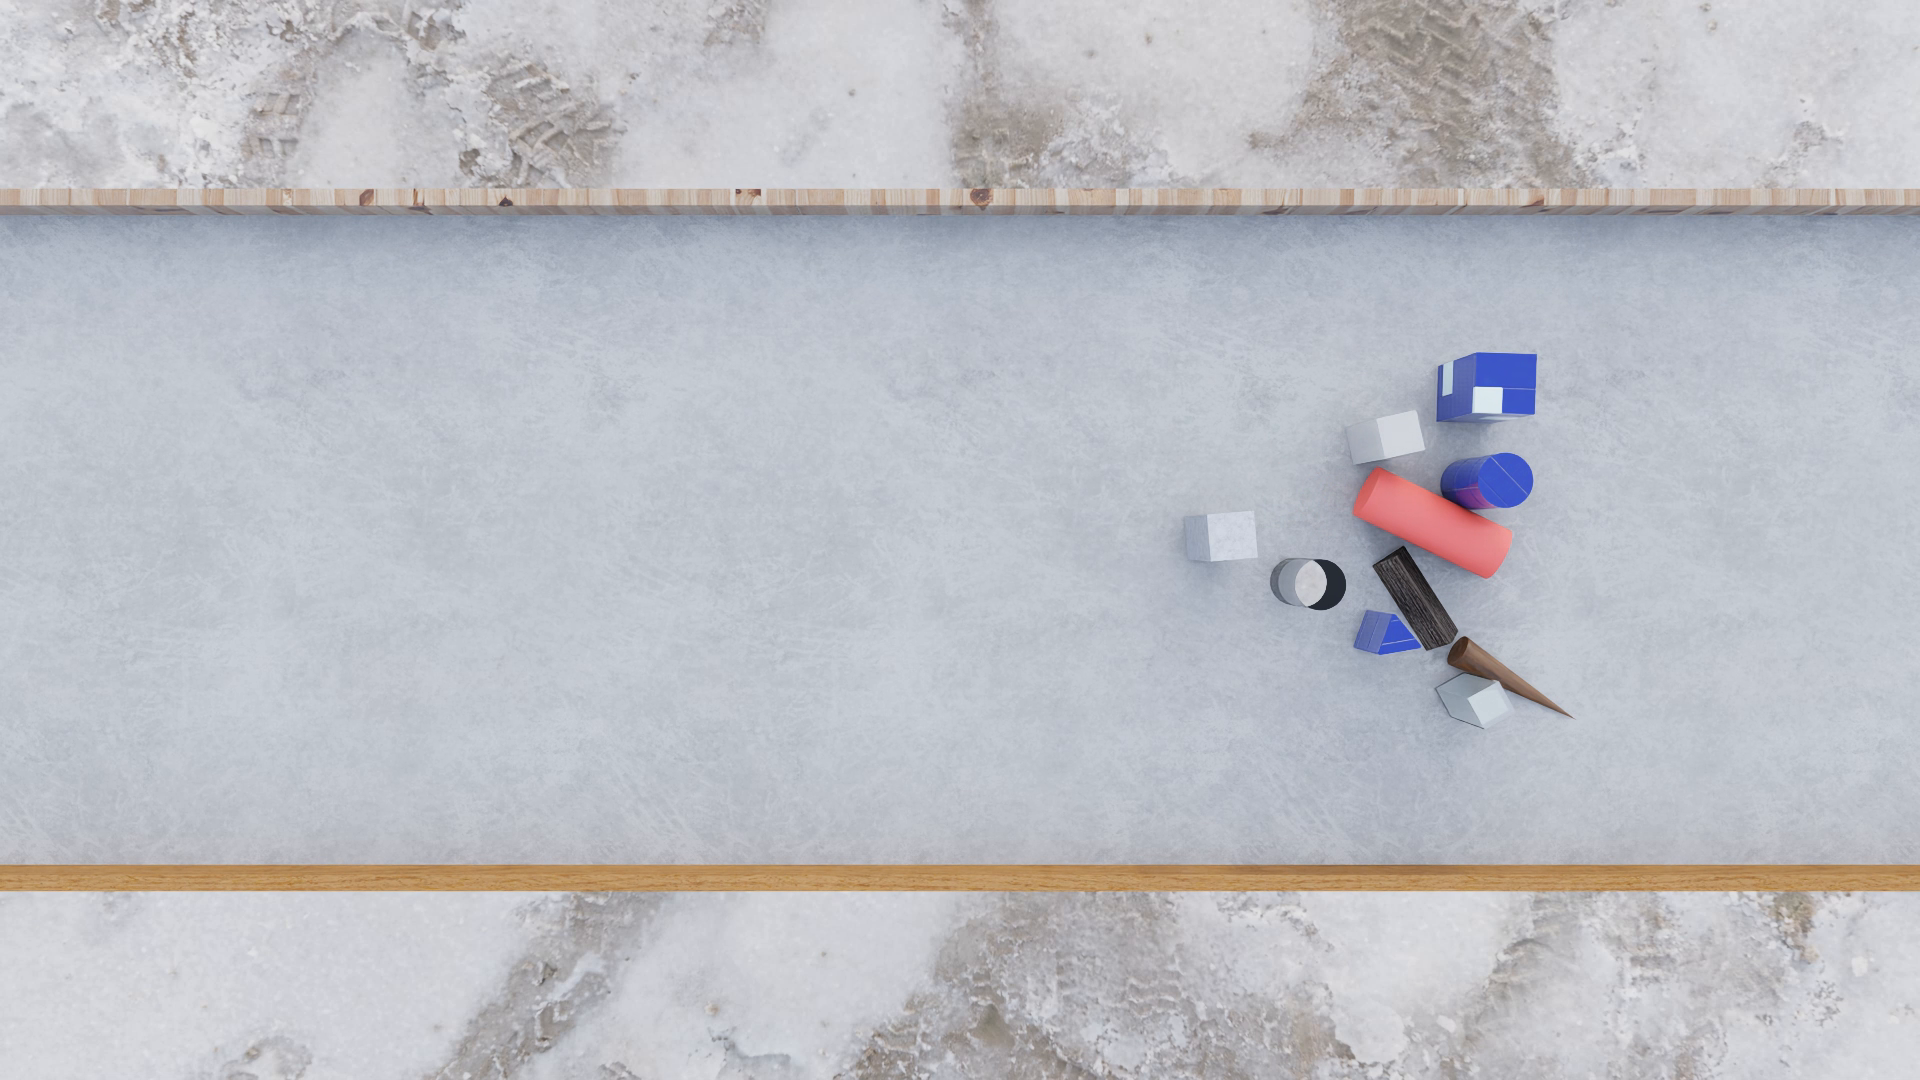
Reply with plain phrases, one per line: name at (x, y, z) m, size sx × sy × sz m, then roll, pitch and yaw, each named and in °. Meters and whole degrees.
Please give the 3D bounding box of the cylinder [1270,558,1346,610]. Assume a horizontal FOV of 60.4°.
cylinder at (1.028, 0.128, 4.888) m, size 0.147 × 0.378 × 0.147 m, roll 0°, pitch 90°, yaw 0°

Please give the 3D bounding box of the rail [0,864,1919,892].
rail at (-2.247, 1.025, 5.001) m, size 12.000 × 0.150 × 0.050 m, roll 0°, pitch 90°, yaw 0°

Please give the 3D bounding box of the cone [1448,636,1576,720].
cone at (1.708, 0.446, 5.051) m, size 0.442 × 0.101 × 0.101 m, roll 30°, pitch 90°, yaw -7°

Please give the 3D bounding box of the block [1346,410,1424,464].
block at (1.255, -0.301, 4.888) m, size 0.116 × 0.377 × 0.116 m, roll -13°, pitch 90°, yaw 0°

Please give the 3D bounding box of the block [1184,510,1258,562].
block at (0.763, -0.011, 4.847) m, size 0.132 × 0.460 × 0.132 m, roll -5°, pitch 90°, yaw 0°

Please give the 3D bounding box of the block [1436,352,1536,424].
block at (1.555, -0.447, 4.888) m, size 0.172 × 0.378 × 0.172 m, roll 2°, pitch 90°, yaw 0°

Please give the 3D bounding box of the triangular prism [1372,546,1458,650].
triangular prism at (1.399, 0.180, 5.024) m, size 0.114 × 0.099 × 0.311 m, roll -33°, pitch 90°, yaw 0°

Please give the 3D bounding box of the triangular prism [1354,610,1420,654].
triangular prism at (1.263, 0.267, 4.922) m, size 0.123 × 0.309 × 0.107 m, roll -10°, pitch 90°, yaw 0°

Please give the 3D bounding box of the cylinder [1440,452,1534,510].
cylinder at (1.557, -0.170, 4.890) m, size 0.158 × 0.372 × 0.158 m, roll 0°, pitch 90°, yaw 0°

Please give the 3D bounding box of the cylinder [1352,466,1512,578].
cylinder at (1.429, -0.052, 4.994) m, size 0.441 × 0.165 × 0.165 m, roll 26°, pitch 90°, yaw 0°

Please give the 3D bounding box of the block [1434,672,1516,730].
block at (1.530, 0.476, 4.910) m, size 0.103 × 0.332 × 0.103 m, roll -29°, pitch 90°, yaw 0°

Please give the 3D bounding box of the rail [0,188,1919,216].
rail at (-2.247, -1.025, 5.002) m, size 12.000 × 0.150 × 0.050 m, roll 0°, pitch 90°, yaw 0°
